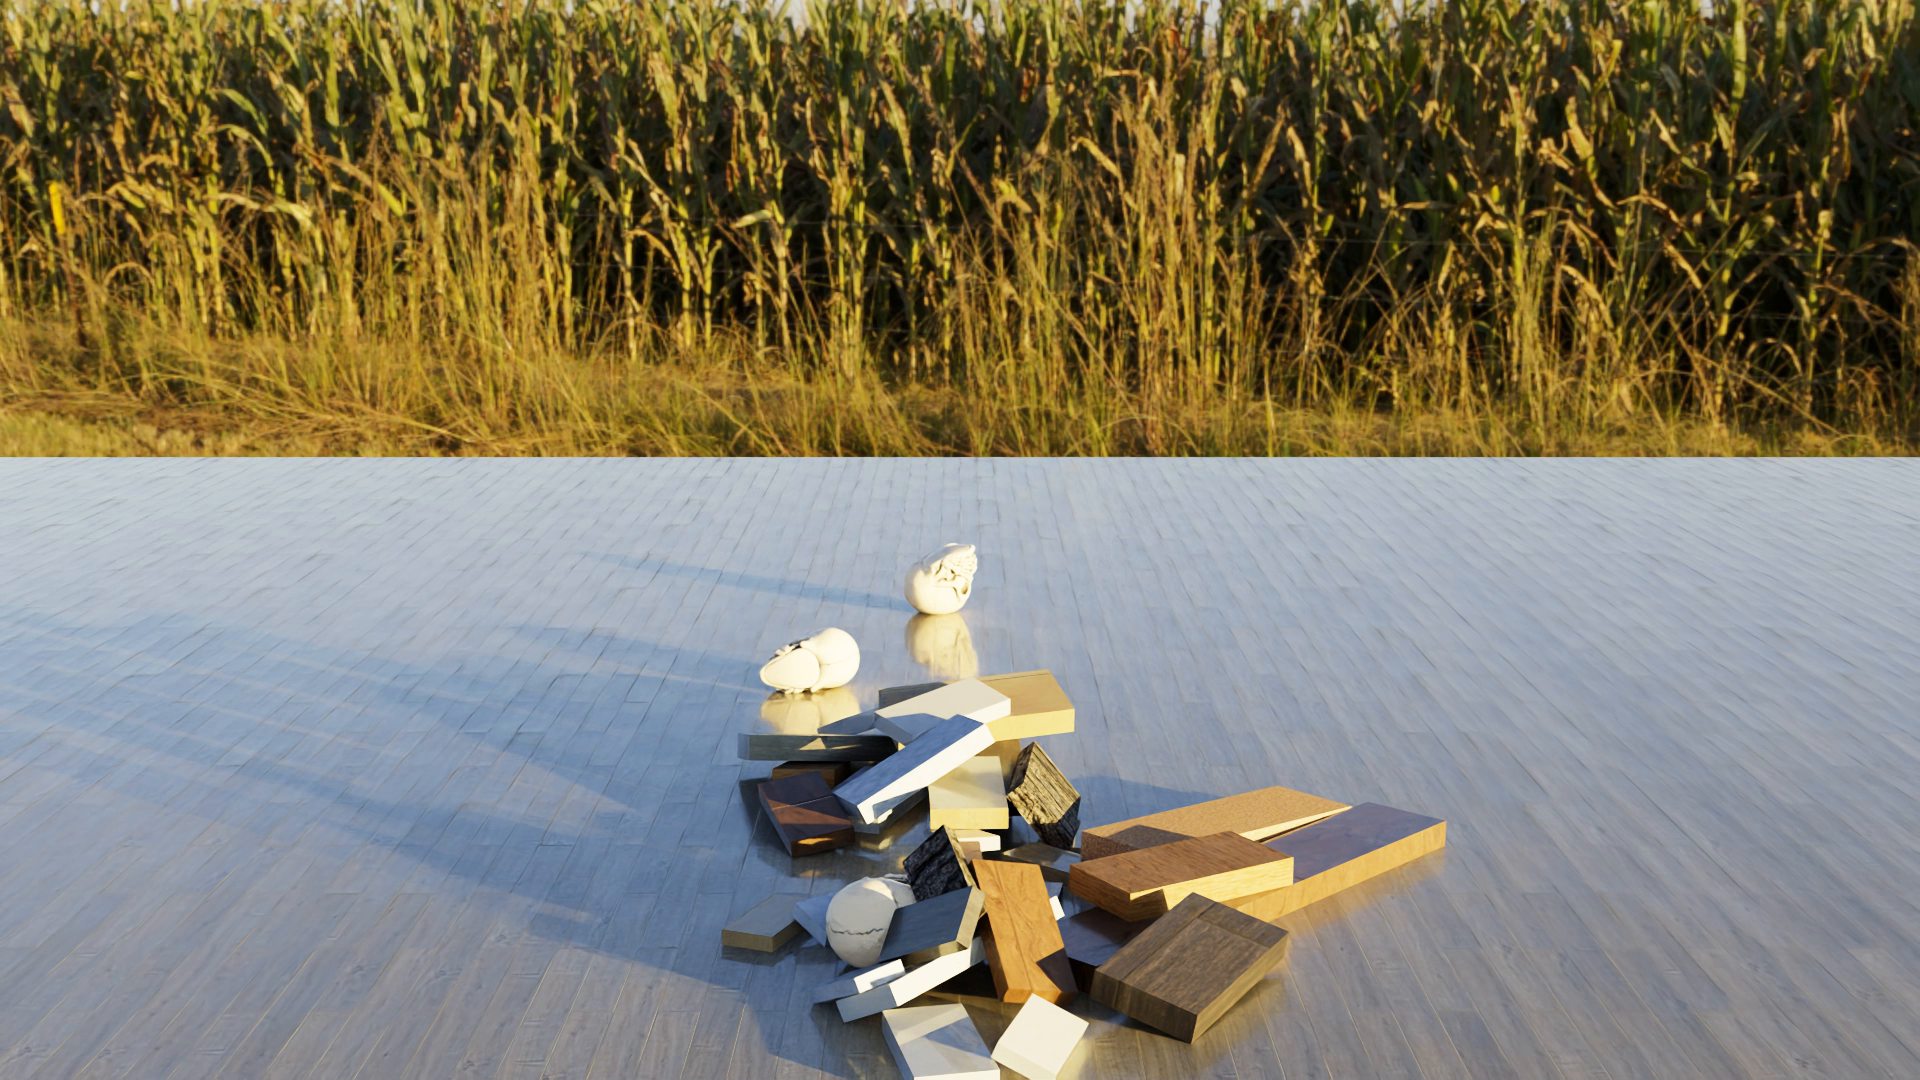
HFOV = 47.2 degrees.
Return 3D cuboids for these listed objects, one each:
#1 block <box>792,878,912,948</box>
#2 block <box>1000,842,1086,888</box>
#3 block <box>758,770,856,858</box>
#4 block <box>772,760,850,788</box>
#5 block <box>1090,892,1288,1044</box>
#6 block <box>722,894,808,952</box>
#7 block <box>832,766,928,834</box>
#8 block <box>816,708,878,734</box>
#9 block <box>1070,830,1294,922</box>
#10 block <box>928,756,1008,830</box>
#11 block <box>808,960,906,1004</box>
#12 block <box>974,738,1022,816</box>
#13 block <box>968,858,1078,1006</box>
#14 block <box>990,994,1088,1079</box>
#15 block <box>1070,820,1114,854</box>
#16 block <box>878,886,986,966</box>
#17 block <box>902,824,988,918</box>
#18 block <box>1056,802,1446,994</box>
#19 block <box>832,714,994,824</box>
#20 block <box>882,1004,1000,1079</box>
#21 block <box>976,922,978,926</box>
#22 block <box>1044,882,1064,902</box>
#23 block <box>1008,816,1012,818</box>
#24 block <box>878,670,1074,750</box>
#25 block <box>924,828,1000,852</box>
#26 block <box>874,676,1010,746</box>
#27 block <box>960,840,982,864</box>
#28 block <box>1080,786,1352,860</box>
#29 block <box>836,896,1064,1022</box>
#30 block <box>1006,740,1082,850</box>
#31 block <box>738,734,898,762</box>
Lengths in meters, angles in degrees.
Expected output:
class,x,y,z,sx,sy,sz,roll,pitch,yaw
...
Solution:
class,x,y,z,sx,sy,sz,roll,pitch,yaw
block,-0.166,0.594,3.506,0.181,0.026,0.090,-8,31,-39
block,0.166,0.558,3.772,0.177,0.025,0.089,9,14,41
block,-0.278,0.491,3.960,0.117,0.033,0.233,-12,23,-16
block,-0.284,0.447,4.219,0.117,0.033,0.233,0,-1,5
block,0.341,0.623,3.230,0.164,0.046,0.328,19,21,26
block,-0.298,0.608,3.501,0.089,0.025,0.177,4,11,22
block,-0.165,0.485,4.127,0.138,0.039,0.276,4,11,19
block,-0.149,0.361,4.557,0.268,0.038,0.134,-16,-5,-29
block,0.359,0.541,3.553,0.328,0.046,0.164,-7,12,-31
block,0.011,0.449,3.923,0.134,0.038,0.268,-1,14,-2
block,-0.149,0.635,3.163,0.078,0.022,0.156,-17,-7,-32
block,0.046,0.394,4.201,0.134,0.038,0.455,-1,24,-2
block,0.088,0.577,3.241,0.115,0.033,0.230,9,41,-26
block,0.110,0.684,3.007,0.089,0.025,0.177,26,17,11
block,0.245,0.534,3.907,0.078,0.022,0.156,2,11,11
block,-0.042,0.565,3.194,0.026,0.090,0.181,38,-40,-24
block,-0.025,0.517,3.284,0.026,0.090,0.181,37,16,-34
block,0.472,0.574,3.626,0.164,0.046,0.960,10,14,43
block,-0.084,0.410,3.965,0.276,0.039,0.138,-31,14,-17
block,-0.029,0.697,3.004,0.115,0.033,0.230,-2,11,-12
block,0.012,0.590,3.394,0.073,0.021,0.146,-20,-10,-20
block,0.121,0.594,3.589,0.078,0.022,0.156,2,11,9
block,0.022,0.439,4.196,0.142,0.040,0.284,-1,24,-2
block,0.030,0.328,4.243,0.345,0.049,0.172,-6,24,-13
block,0.002,0.510,3.747,0.082,0.023,0.164,0,-1,-19
block,-0.032,0.326,4.146,0.233,0.033,0.117,-18,29,-35
block,-0.001,0.522,3.554,0.074,0.021,0.148,-1,12,-3
block,0.458,0.514,3.875,0.521,0.049,0.172,-6,12,-42
block,-0.009,0.617,3.252,0.115,0.033,0.397,-26,-6,40
block,0.154,0.465,3.982,0.039,0.138,0.276,-38,4,11
block,-0.255,0.409,4.336,0.345,0.049,0.172,2,-4,-13
